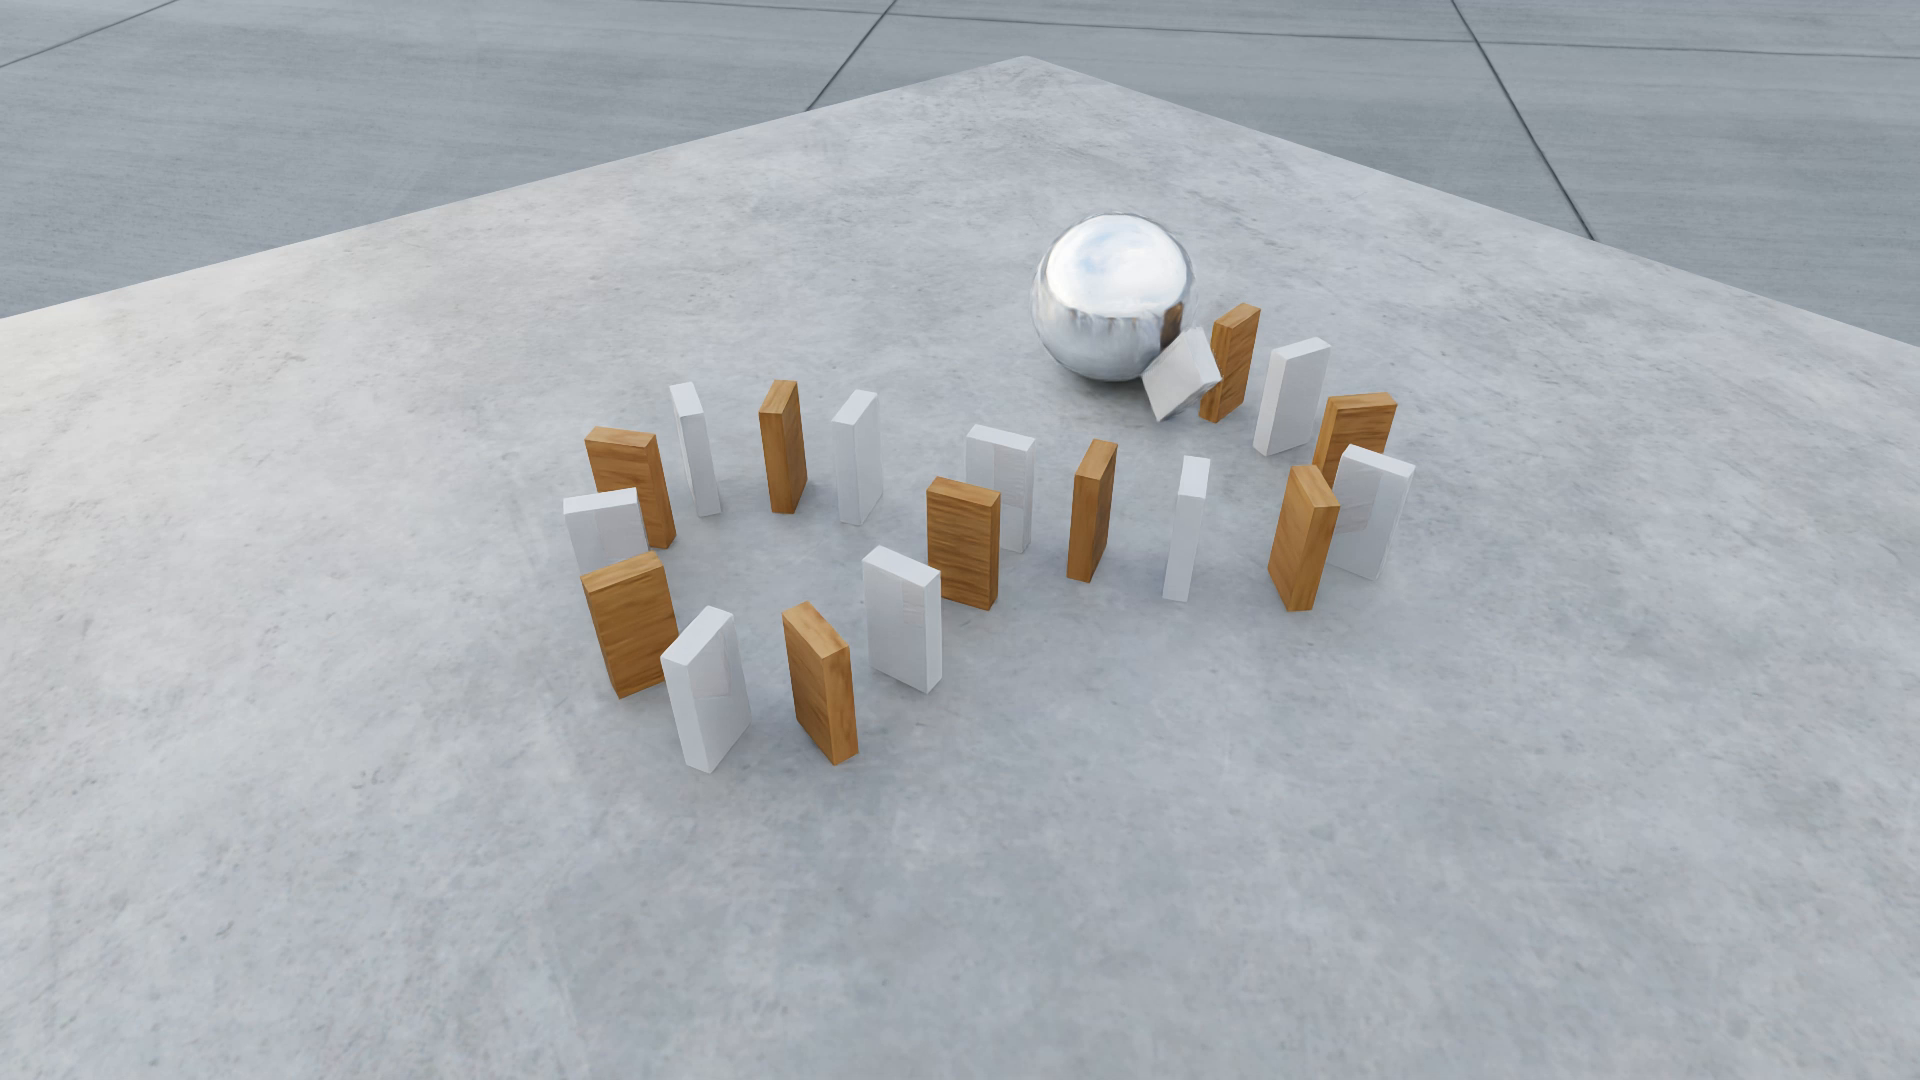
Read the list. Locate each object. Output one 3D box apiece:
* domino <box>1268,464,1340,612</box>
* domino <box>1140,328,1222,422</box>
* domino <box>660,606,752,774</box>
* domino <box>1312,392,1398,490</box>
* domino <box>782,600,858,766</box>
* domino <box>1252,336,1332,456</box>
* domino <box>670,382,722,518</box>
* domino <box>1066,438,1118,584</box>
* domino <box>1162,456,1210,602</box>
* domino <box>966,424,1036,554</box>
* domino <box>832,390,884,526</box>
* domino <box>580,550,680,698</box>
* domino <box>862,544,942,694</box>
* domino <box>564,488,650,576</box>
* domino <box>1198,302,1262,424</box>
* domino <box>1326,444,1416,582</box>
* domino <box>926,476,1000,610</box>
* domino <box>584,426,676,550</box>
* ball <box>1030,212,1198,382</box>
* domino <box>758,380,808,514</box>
[{"bbox_3d":[0.128,0.000,0.412,0.009,0.050,0.025,-4,39,-4],"label":"domino"},{"bbox_3d":[0.099,-0.074,0.498,0.009,0.050,0.025,-16,81,-16],"label":"domino"},{"bbox_3d":[-0.080,0.048,0.352,0.010,0.050,0.025,16,42,19],"label":"domino"},{"bbox_3d":[0.161,-0.037,0.456,0.025,0.050,0.009,-5,40,-7],"label":"domino"},{"bbox_3d":[-0.045,0.047,0.355,0.010,0.050,0.025,-25,45,-27],"label":"domino"},{"bbox_3d":[0.147,-0.063,0.489,0.025,0.050,0.010,-18,43,-21],"label":"domino"},{"bbox_3d":[-0.110,-0.037,0.457,0.009,0.050,0.025,-14,41,-16],"label":"domino"},{"bbox_3d":[0.051,-0.011,0.425,0.009,0.050,0.025,14,41,16],"label":"domino"},{"bbox_3d":[0.085,-0.004,0.416,0.010,0.050,0.025,9,40,11],"label":"domino"},{"bbox_3d":[0.016,-0.020,0.436,0.025,0.050,0.010,16,42,18],"label":"domino"},{"bbox_3d":[-0.042,-0.034,0.452,0.009,0.050,0.025,12,41,14],"label":"domino"},{"bbox_3d":[-0.111,0.029,0.376,0.025,0.050,0.010,-22,44,-24],"label":"domino"},{"bbox_3d":[-0.019,0.028,0.378,0.025,0.050,0.010,22,44,25],"label":"domino"},{"bbox_3d":[-0.127,0.005,0.405,0.025,0.050,0.009,-10,40,-12],"label":"domino"},{"bbox_3d":[0.125,-0.082,0.512,0.010,0.050,0.025,29,48,31],"label":"domino"},{"bbox_3d":[0.155,-0.010,0.424,0.025,0.050,0.009,24,45,26],"label":"domino"},{"bbox_3d":[0.001,0.002,0.409,0.025,0.050,0.009,15,42,18],"label":"domino"},{"bbox_3d":[-0.130,-0.020,0.436,0.025,0.050,0.009,8,40,10],"label":"domino"},{"bbox_3d":[0.074,-0.116,0.530,0.080,0.080,0.080,0,39,0],"label":"ball"},{"bbox_3d":[-0.073,-0.039,0.459,0.010,0.050,0.025,5,40,6],"label":"domino"}]
